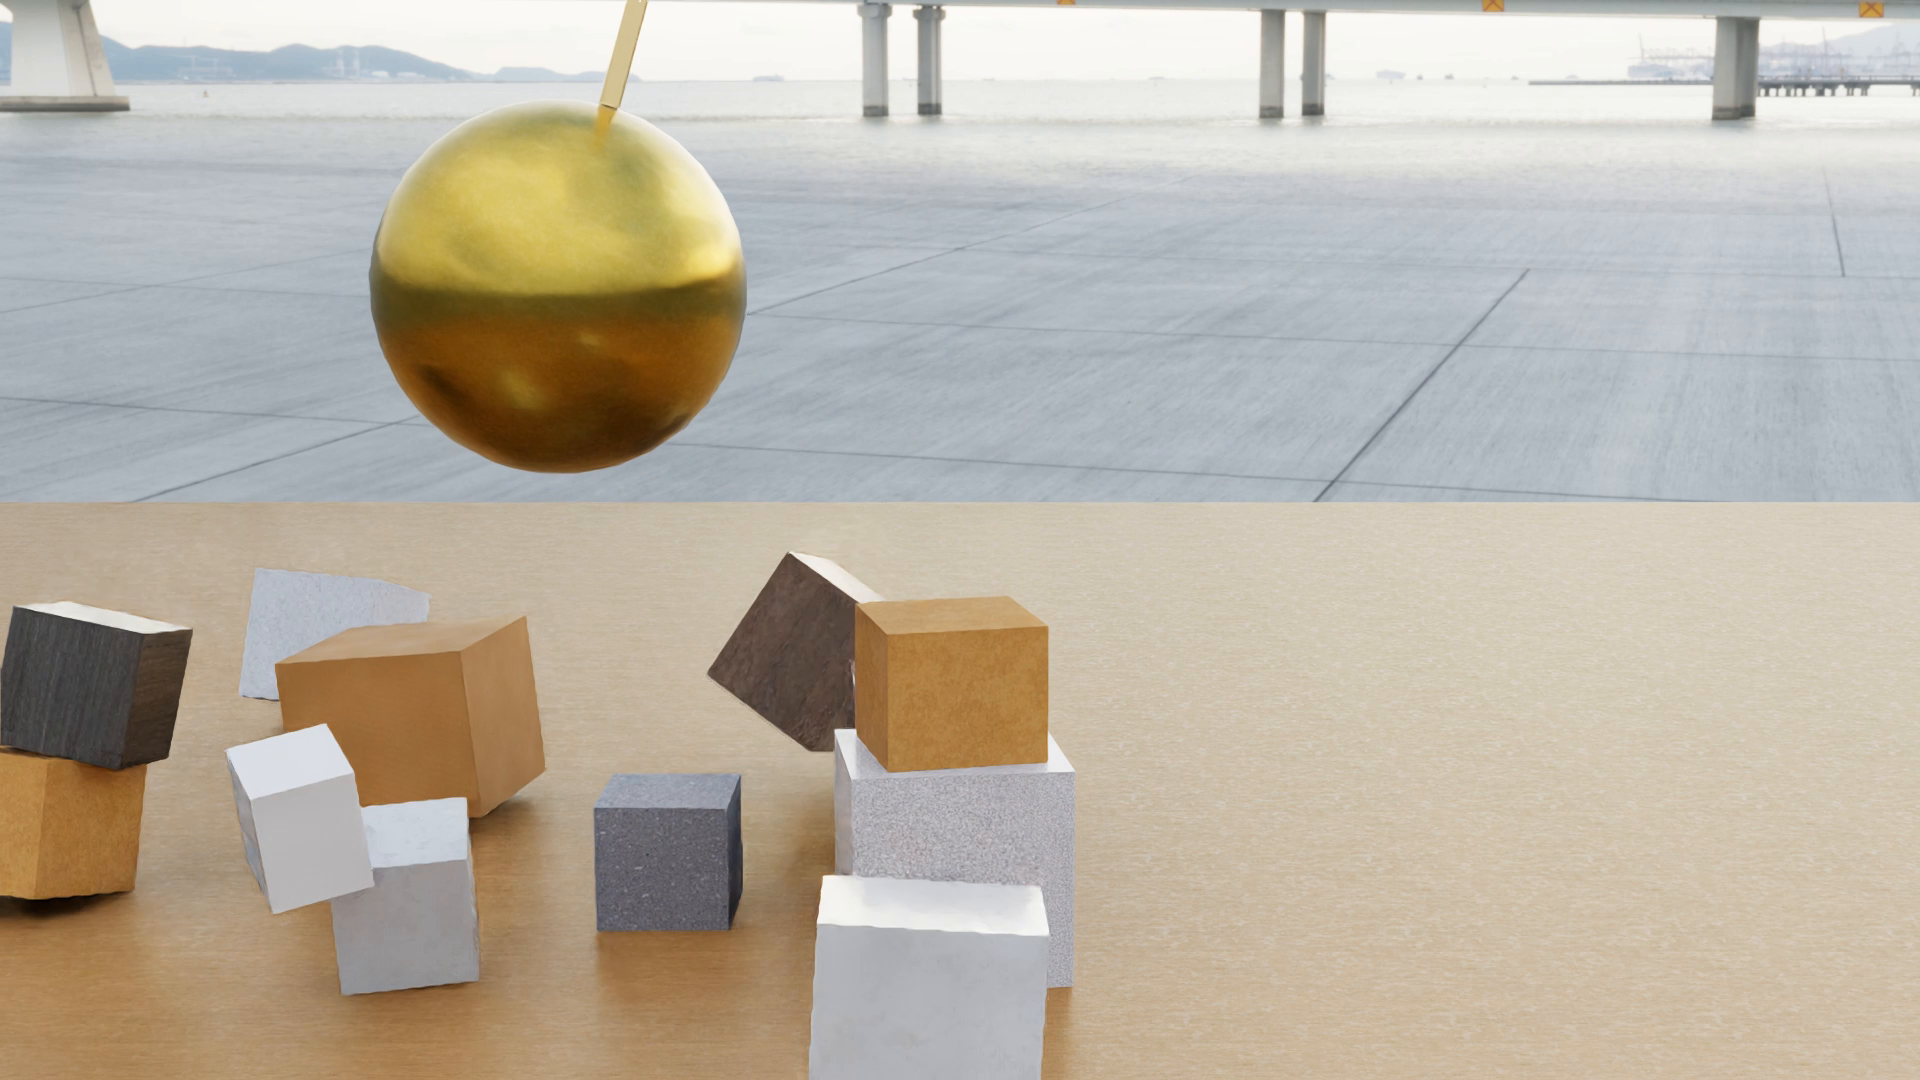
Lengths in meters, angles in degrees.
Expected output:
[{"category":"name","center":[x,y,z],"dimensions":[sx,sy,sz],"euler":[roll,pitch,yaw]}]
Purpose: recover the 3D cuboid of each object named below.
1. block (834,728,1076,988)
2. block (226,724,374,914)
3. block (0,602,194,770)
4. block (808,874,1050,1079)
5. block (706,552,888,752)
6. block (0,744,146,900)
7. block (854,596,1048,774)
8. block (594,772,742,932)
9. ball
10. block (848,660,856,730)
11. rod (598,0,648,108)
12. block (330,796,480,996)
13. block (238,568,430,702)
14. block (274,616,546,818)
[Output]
[{"category":"block","center":[-0.036,1.257,10.233],"dimensions":[0.861,0.866,0.762],"euler":[-1,10,-8]},{"category":"block","center":[-2.469,1.038,9.596],"dimensions":[0.380,0.483,0.452],"euler":[-14,25,-22]},{"category":"block","center":[-3.721,0.616,11.007],"dimensions":[0.579,0.582,0.528],"euler":[12,2,5]},{"category":"block","center":[-0.102,1.423,7.937],"dimensions":[0.693,0.607,0.584],"euler":[3,7,-1]},{"category":"block","center":[-0.699,0.566,12.837],"dimensions":[0.662,0.734,0.675],"euler":[35,5,14]},{"category":"block","center":[-3.937,1.198,11.012],"dimensions":[0.546,0.582,0.600],"euler":[5,-1,24]},{"category":"block","center":[-0.040,0.559,10.134],"dimensions":[0.636,0.542,0.605],"euler":[-3,11,-14]},{"category":"block","center":[-1.226,1.315,10.852],"dimensions":[0.550,0.530,0.534],"euler":[0,10,1]},{"category":"ball","center":[-1.710,-1.082,10.984],"dimensions":[1.600,1.600,1.600],"euler":[0,10,0]},{"category":"block","center":[-0.134,1.020,11.727],"dimensions":[0.728,0.777,0.827],"euler":[1,10,-5]},{"category":"rod","center":[-0.741,-4.288,10.401],"dimensions":[0.080,5.200,0.080],"euler":[16,10,-3]},{"category":"block","center":[-2.177,1.391,10.062],"dimensions":[0.523,0.542,0.506],"euler":[-5,23,-9]},{"category":"block","center":[-3.377,0.562,13.896],"dimensions":[0.698,0.683,0.739],"euler":[5,-7,10]},{"category":"block","center":[-2.625,0.860,12.341],"dimensions":[0.925,0.787,0.855],"euler":[-4,9,12]}]
